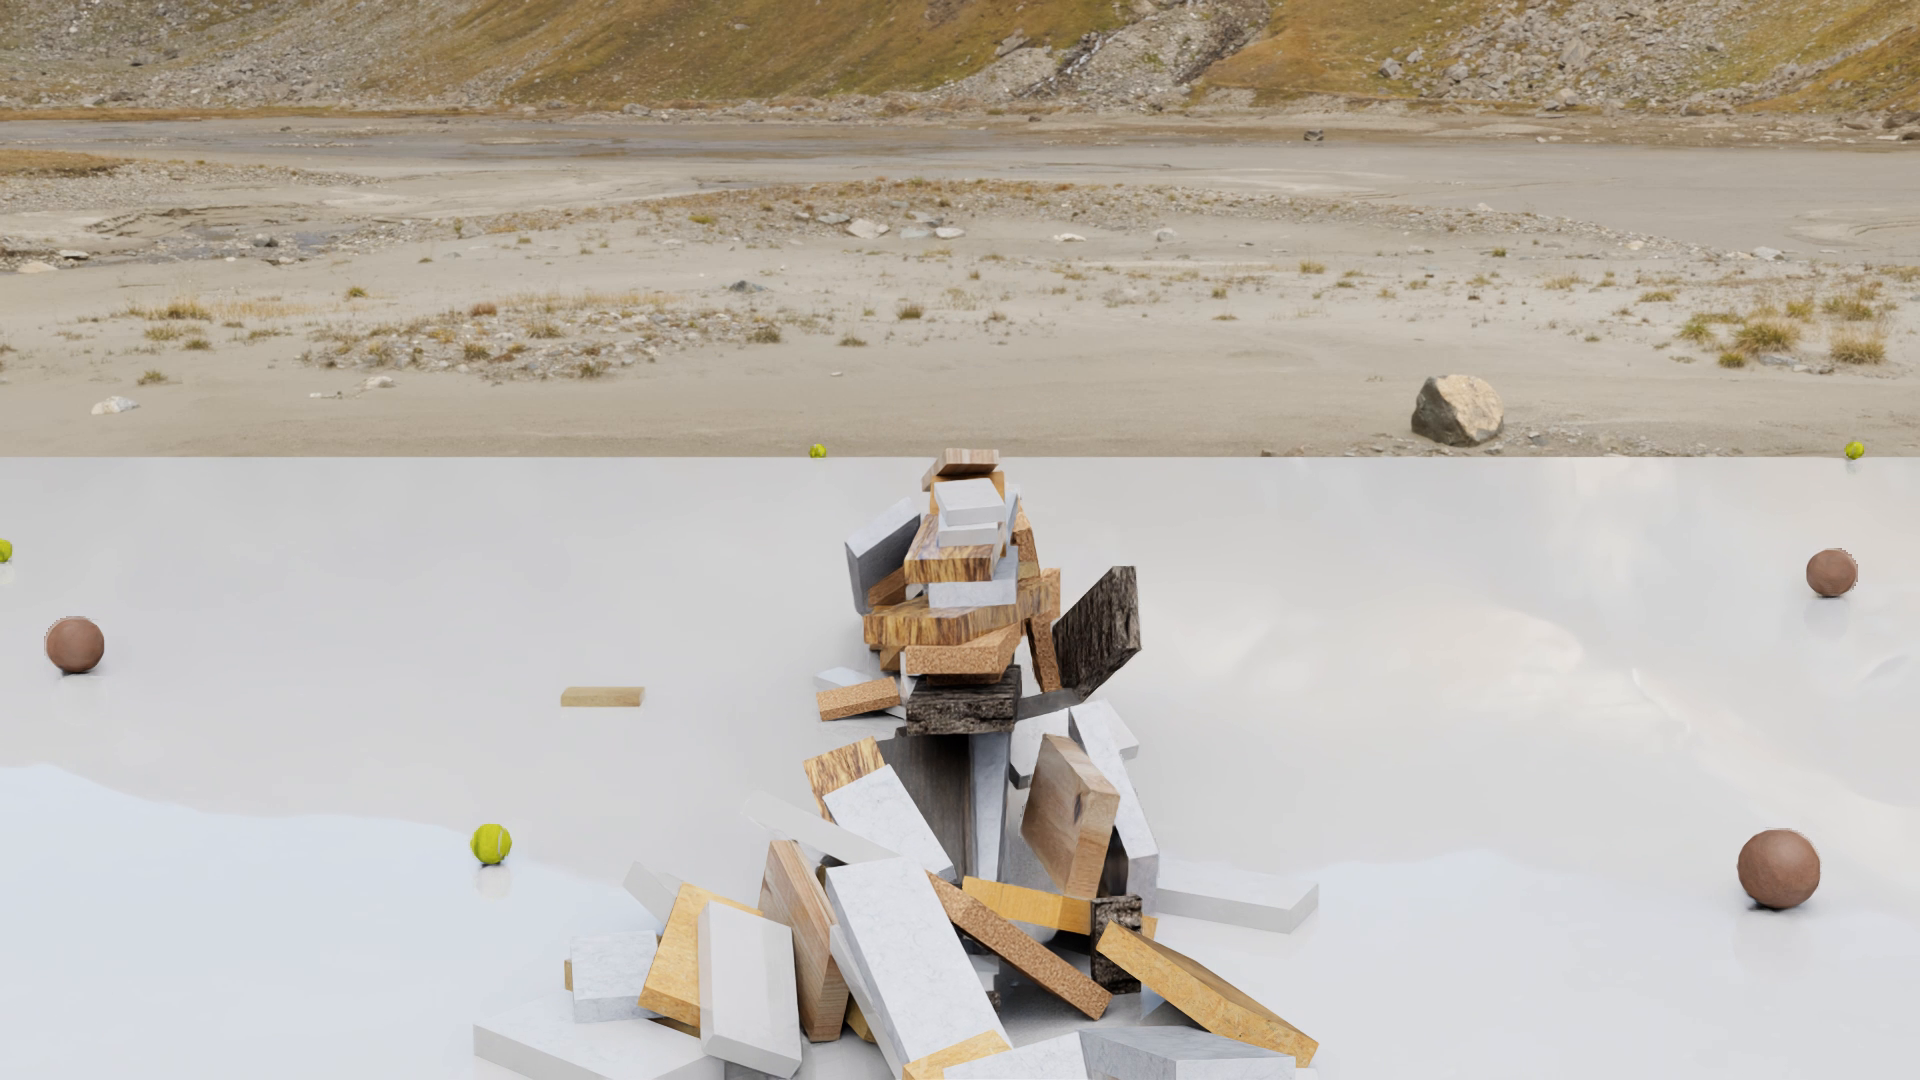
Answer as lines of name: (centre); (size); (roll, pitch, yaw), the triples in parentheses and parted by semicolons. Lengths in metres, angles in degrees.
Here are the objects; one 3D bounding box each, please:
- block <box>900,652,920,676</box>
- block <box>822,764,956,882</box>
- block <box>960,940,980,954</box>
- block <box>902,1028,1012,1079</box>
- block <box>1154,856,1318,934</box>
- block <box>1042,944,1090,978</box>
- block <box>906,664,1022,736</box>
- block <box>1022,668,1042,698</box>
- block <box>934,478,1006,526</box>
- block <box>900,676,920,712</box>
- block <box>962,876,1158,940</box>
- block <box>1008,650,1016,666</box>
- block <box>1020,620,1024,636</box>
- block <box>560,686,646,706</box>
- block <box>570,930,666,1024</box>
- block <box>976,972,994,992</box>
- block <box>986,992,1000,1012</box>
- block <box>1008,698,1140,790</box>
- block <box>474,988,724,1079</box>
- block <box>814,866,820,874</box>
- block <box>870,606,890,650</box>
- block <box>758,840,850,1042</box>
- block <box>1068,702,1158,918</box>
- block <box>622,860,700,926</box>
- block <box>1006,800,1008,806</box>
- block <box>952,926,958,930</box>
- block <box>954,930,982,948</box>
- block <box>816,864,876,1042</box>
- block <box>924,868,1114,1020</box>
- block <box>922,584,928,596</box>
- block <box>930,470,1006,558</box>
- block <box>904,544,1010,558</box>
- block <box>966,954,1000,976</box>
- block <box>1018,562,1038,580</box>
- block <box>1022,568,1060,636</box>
block: (-0.014, 0.255, 4.579); (0.175, 0.049, 0.349); (-1, -3, -9)
block: (-0.112, 0.462, 3.423); (0.120, 0.034, 0.239); (-25, 44, -11)
block: (-0.022, 0.612, 3.265); (0.092, 0.026, 0.184); (-1, -14, 4)
block: (0.057, 0.690, 2.592); (0.131, 0.037, 0.262); (-15, 34, -30)
block: (0.425, 0.581, 3.607); (0.291, 0.041, 0.145); (5, 12, 26)
block: (0.162, 0.644, 3.320); (0.143, 0.020, 0.072); (9, 14, 39)
block: (0.011, 0.264, 3.668); (0.171, 0.048, 0.341); (-2, 7, 4)
block: (0.146, 0.338, 4.924); (0.130, 0.037, 0.261); (-6, 12, -28)
block: (0.016, -0.068, 3.868); (0.102, 0.029, 0.203); (-5, 16, -6)
block: (-0.013, 0.371, 4.512); (0.175, 0.049, 0.349); (-1, 21, -9)
block: (0.153, 0.565, 3.328); (0.166, 0.047, 0.333); (6, -11, 31)
block: (0.020, 0.318, 3.993); (0.135, 0.038, 0.438); (2, 36, 5)
block: (0.039, 0.154, 4.177); (0.135, 0.038, 0.271); (1, 1, -4)
block: (-0.795, 0.349, 4.900); (0.174, 0.025, 0.087); (0, 11, 0)
block: (-0.492, 0.622, 3.146); (0.125, 0.035, 0.249); (-2, 11, -11)
block: (0.001, 0.636, 3.145); (0.092, 0.026, 0.185); (0, -14, 0)
block: (0.005, 0.648, 3.081); (0.092, 0.026, 0.184); (0, -13, -2)
block: (0.178, 0.354, 3.818); (0.240, 0.034, 0.120); (-12, 44, -26)
block: (-0.492, 0.694, 2.984); (0.324, 0.046, 0.162); (9, 14, 39)
block: (-0.164, 0.588, 3.340); (0.034, 0.120, 0.239); (11, 4, -31)
block: (-0.132, 0.209, 5.252); (0.160, 0.045, 0.320); (-1, -13, -5)
block: (-0.225, 0.572, 3.163); (0.041, 0.145, 0.291); (2, 24, -24)
block: (0.244, 0.445, 3.568); (0.049, 0.172, 0.344); (-9, 41, -10)
block: (-0.391, 0.585, 3.370); (0.159, 0.045, 0.318); (29, -4, -28)
block: (0.007, 0.403, 4.291); (0.175, 0.049, 0.349); (0, 26, 2)
block: (-0.012, 0.574, 3.285); (0.067, 0.019, 0.133); (-3, -13, 13)
block: (-0.012, 0.608, 3.341); (0.067, 0.019, 0.133); (-3, -14, 13)
block: (-0.154, 0.593, 3.168); (0.041, 0.145, 0.291); (21, 4, -31)
block: (0.068, 0.574, 3.132); (0.305, 0.043, 0.153); (39, -12, -31)
block: (0.006, 0.153, 4.341); (0.152, 0.355, 0.043); (-3, 15, -5)
block: (0.014, -0.046, 4.084); (0.138, 0.039, 0.275); (-4, 28, 3)
block: (0.007, 0.024, 4.909); (0.165, 0.047, 0.330); (5, -15, -20)
block: (-0.003, 0.620, 3.189); (0.092, 0.026, 0.185); (2, -14, -7)
block: (0.065, 0.064, 4.198); (0.088, 0.025, 0.176); (2, 7, 33)
block: (0.191, 0.158, 5.639); (0.037, 0.130, 0.260); (5, 12, 24)
